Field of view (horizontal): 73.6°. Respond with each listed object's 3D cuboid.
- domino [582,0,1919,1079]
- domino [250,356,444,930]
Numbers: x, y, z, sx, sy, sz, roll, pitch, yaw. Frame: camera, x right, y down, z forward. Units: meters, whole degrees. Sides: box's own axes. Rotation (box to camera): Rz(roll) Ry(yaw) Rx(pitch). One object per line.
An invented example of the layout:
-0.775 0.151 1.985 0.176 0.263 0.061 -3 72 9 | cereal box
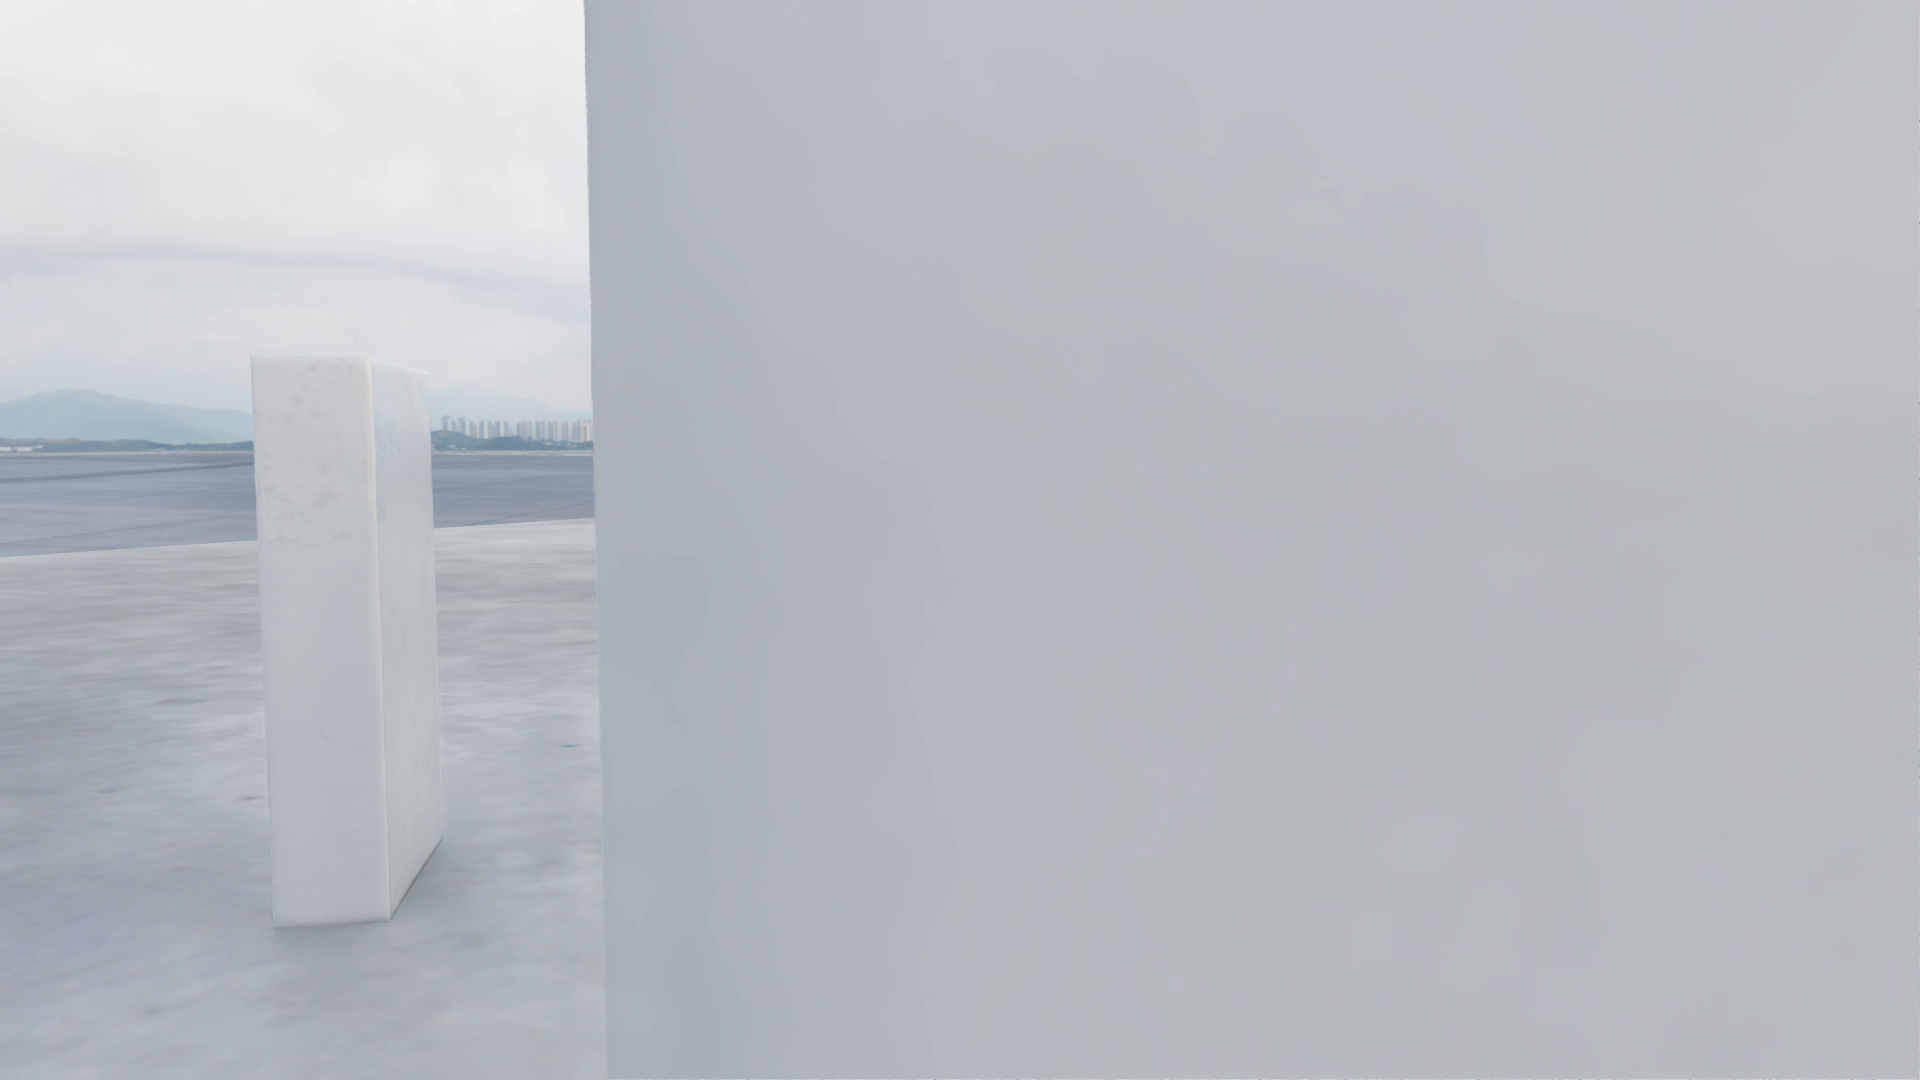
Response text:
0.013 0.017 0.006 0.025 0.050 0.009 1 4 12 | domino
-0.058 0.008 0.124 0.010 0.050 0.025 -1 4 -12 | domino
